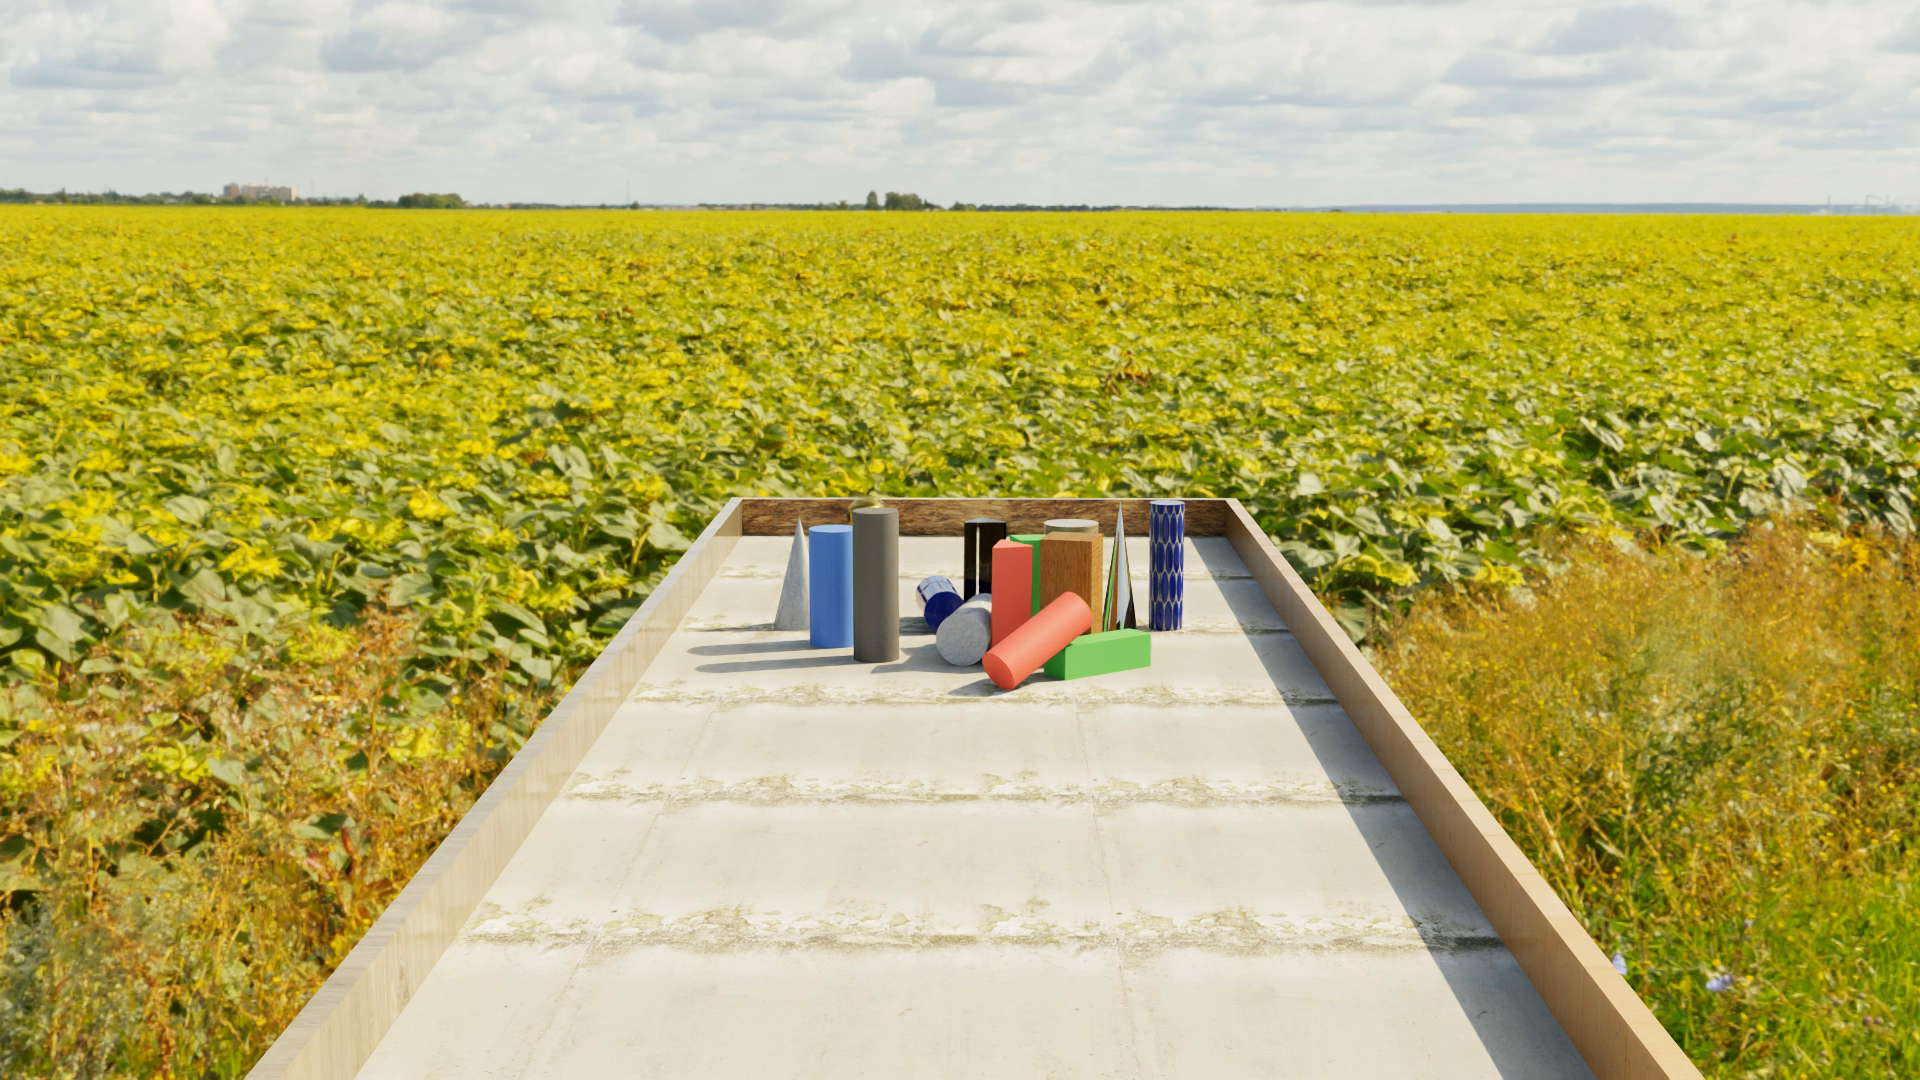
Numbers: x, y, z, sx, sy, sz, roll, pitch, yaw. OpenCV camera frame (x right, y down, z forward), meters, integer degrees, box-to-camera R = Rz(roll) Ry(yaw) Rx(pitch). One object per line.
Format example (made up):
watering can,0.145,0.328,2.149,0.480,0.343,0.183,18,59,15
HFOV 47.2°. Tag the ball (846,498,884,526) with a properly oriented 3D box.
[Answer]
ball,-0.382,-0.090,9.033,0.171,0.171,0.171,0,9,0

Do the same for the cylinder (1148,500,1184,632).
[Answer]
cylinder,0.672,0.083,7.165,0.113,0.414,0.113,0,9,0

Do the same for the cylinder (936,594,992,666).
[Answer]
cylinder,0.044,0.273,6.773,0.161,0.161,0.349,2,9,12

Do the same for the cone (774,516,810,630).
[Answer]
cone,-0.525,0.101,7.206,0.176,0.365,0.176,0,9,0

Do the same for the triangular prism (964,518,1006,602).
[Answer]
triangular prism,0.078,0.105,7.237,0.135,0.347,0.117,0,9,-3

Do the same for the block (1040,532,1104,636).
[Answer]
block,0.339,0.176,6.689,0.160,0.379,0.160,3,9,16

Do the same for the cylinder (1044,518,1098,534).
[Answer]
cylinder,0.361,0.117,7.162,0.178,0.348,0.178,0,9,0

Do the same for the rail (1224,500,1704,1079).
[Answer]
rail,1.046,0.843,3.208,0.050,0.150,12.000,0,9,1

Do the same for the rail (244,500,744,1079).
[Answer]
rail,-1.004,0.839,3.234,0.050,0.150,12.000,0,9,1

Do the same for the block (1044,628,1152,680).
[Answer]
block,0.410,0.340,6.547,0.332,0.100,0.100,-7,11,-36

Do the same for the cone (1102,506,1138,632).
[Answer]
cone,0.503,0.100,6.925,0.128,0.454,0.128,0,9,0

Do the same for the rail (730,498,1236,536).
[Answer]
rail,0.099,-0.098,9.147,2.100,0.150,0.050,0,9,1

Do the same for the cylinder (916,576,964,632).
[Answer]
cylinder,-0.064,0.211,7.237,0.139,0.139,0.307,-1,9,-7

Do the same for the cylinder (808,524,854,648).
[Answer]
cylinder,-0.394,0.145,6.922,0.160,0.367,0.160,0,9,0

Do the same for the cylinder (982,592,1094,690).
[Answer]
cylinder,0.226,0.290,6.359,0.332,0.127,0.127,-36,28,-29

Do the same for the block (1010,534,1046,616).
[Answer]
block,0.223,0.159,6.911,0.117,0.339,0.117,-1,9,-16

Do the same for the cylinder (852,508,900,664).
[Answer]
cylinder,-0.256,0.137,6.690,0.140,0.456,0.140,0,9,0

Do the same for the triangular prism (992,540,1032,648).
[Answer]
triangular prism,0.140,0.186,6.668,0.126,0.360,0.109,-3,13,-17
